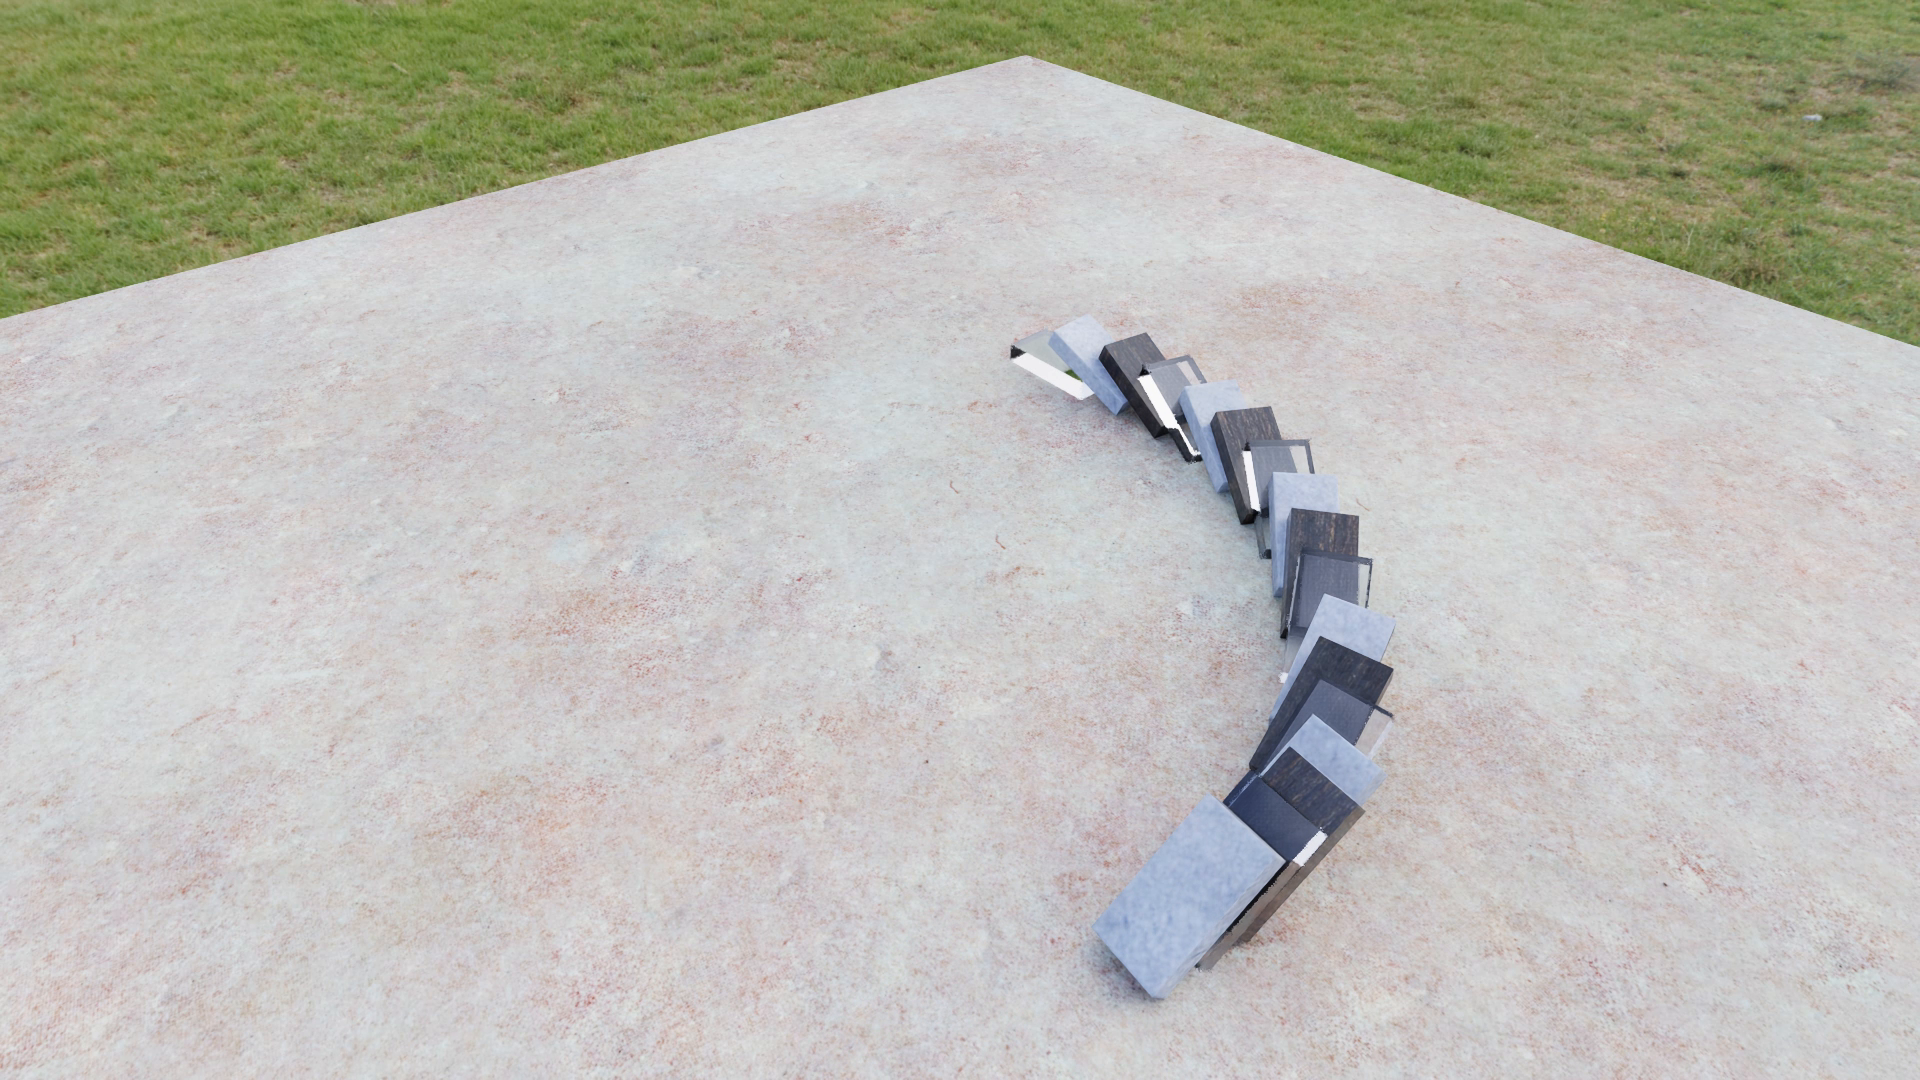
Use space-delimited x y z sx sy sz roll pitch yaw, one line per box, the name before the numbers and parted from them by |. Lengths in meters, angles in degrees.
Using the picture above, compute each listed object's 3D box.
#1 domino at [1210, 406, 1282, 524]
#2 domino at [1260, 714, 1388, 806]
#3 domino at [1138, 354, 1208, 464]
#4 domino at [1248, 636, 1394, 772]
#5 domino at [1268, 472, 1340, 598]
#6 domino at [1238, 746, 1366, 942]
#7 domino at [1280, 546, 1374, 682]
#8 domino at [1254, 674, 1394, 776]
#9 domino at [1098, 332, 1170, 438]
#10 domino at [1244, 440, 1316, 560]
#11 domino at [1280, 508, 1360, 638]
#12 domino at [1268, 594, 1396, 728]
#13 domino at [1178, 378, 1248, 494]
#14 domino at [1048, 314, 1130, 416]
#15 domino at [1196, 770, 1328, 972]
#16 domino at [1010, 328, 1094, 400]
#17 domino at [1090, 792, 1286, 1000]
domino | 0.126 -0.032 0.467 0.025 0.010 0.050 -6 64 -8
domino | 0.099 0.079 0.324 0.050 0.009 0.025 -50 51 2
domino | 0.105 -0.060 0.502 0.025 0.010 0.050 -16 65 -19
domino | 0.117 0.058 0.356 0.025 0.010 0.050 26 72 28
domino | 0.135 -0.002 0.430 0.025 0.009 0.050 3 64 4
domino | 0.088 0.087 0.315 0.050 0.009 0.025 -49 51 3
domino | 0.131 0.029 0.393 0.025 0.009 0.050 11 65 13
domino | 0.109 0.069 0.339 0.025 0.009 0.050 31 81 32
domino | 0.090 -0.073 0.518 0.025 0.010 0.050 -21 67 -23
domino | 0.132 -0.017 0.448 0.025 0.010 0.050 -1 64 -1
domino | 0.135 0.014 0.411 0.025 0.010 0.050 7 65 9
domino | 0.126 0.045 0.373 0.025 0.009 0.050 21 68 24
domino | 0.117 -0.046 0.485 0.025 0.010 0.050 -10 64 -12
domino | 0.069 -0.085 0.532 0.025 0.010 0.050 -31 73 -31
domino | 0.076 0.092 0.308 0.050 0.009 0.025 -50 51 2
domino | 0.052 -0.089 0.552 0.025 0.010 0.050 -29 47 -31
domino | 0.062 0.097 0.302 0.050 0.010 0.025 -50 51 2
